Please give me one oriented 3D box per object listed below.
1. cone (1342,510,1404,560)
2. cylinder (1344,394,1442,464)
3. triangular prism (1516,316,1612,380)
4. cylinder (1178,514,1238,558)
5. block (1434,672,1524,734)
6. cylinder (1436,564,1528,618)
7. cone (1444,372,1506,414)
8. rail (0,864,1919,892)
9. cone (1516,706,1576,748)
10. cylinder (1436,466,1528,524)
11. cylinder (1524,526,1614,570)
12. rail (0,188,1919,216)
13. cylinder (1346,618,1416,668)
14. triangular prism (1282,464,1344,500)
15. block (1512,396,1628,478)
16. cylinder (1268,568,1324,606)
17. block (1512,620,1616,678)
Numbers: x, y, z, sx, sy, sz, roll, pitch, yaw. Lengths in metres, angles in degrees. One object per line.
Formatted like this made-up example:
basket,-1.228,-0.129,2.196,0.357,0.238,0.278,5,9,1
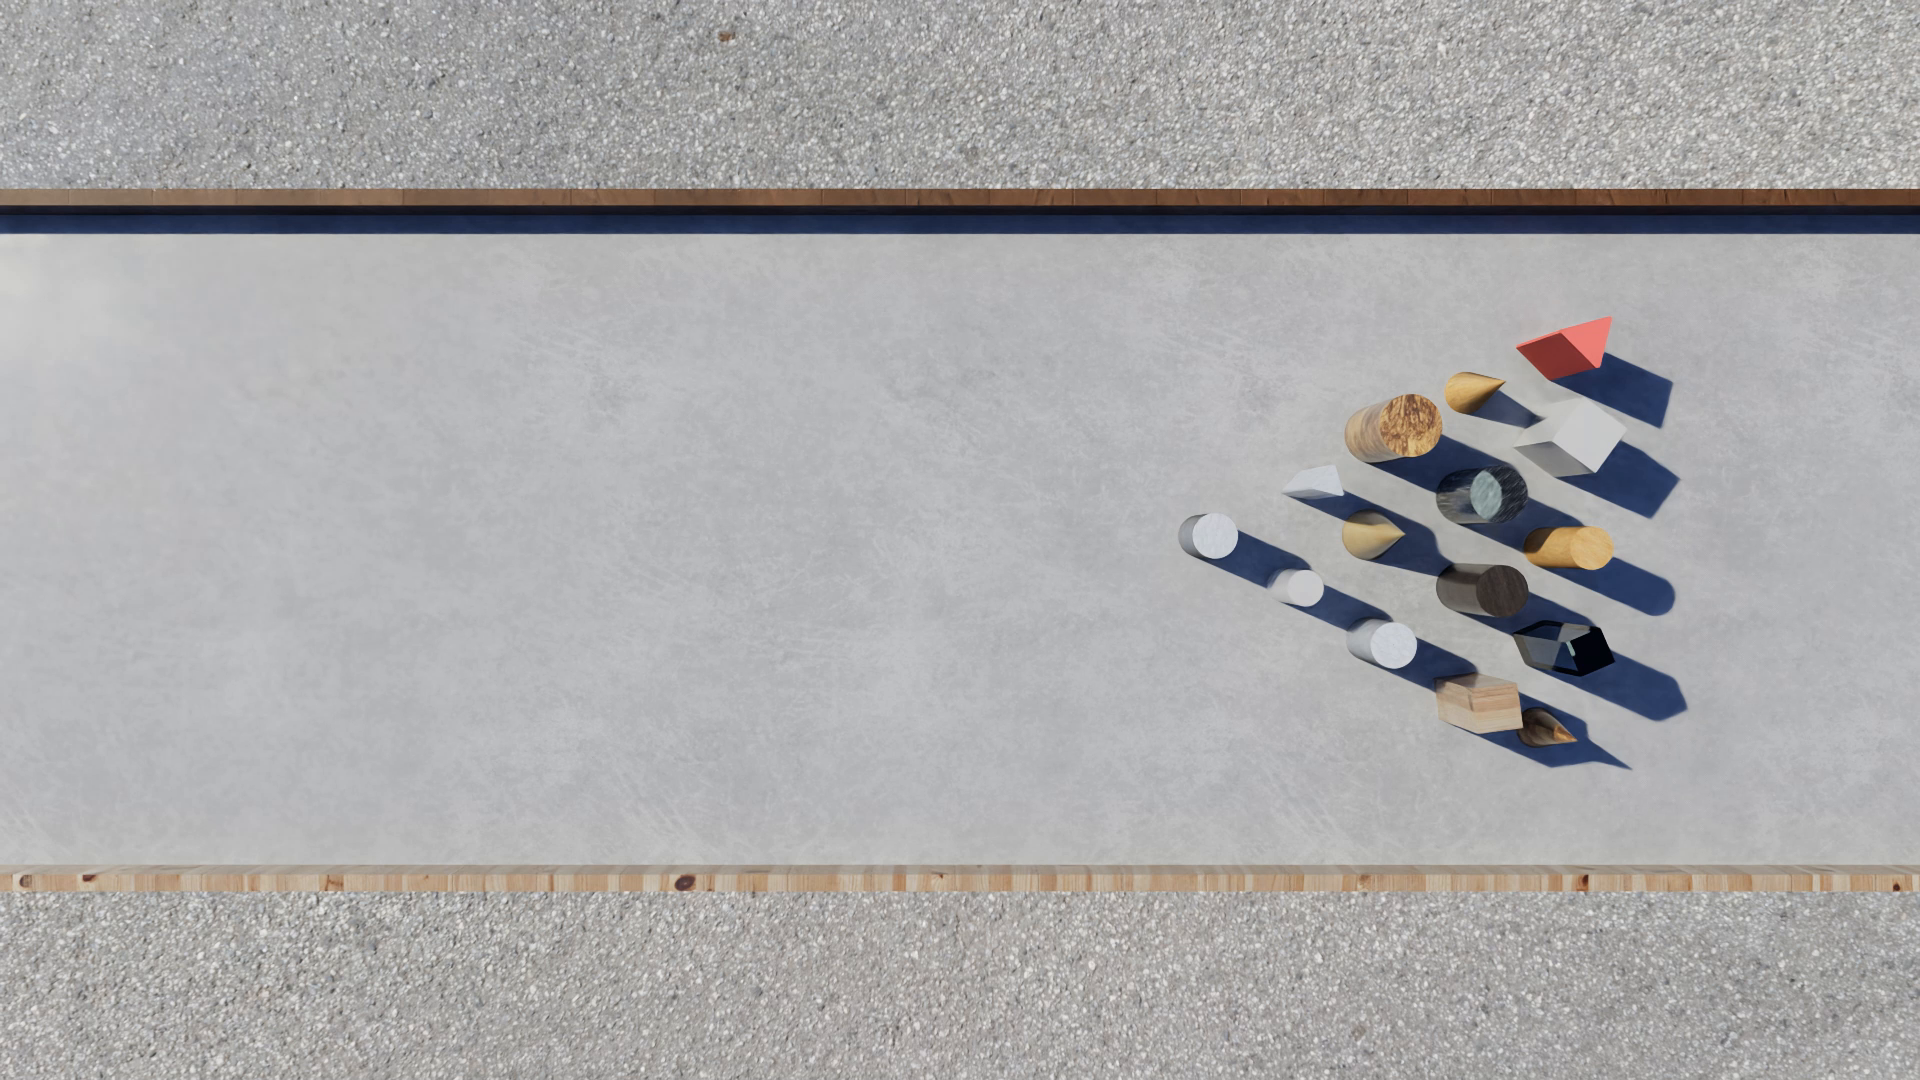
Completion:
cone,1.255,-0.016,4.860,0.159,0.433,0.159,0,90,0
cylinder,1.272,-0.323,4.863,0.178,0.427,0.178,0,90,0
triangular prism,1.810,-0.590,4.887,0.150,0.379,0.130,45,90,0
cylinder,0.737,-0.012,4.918,0.131,0.318,0.131,0,90,0
block,1.530,0.479,4.884,0.129,0.384,0.129,-8,90,0
cylinder,1.540,0.145,4.879,0.150,0.395,0.150,0,90,0
cone,1.557,-0.453,4.888,0.130,0.377,0.130,0,90,0
rail,-2.247,1.025,5.001,12.000,0.150,0.050,0,90,0
cone,1.774,0.577,4.907,0.126,0.340,0.126,0,90,0
cylinder,1.548,-0.131,4.905,0.166,0.342,0.166,0,90,0
cylinder,1.797,0.023,4.884,0.124,0.386,0.124,0,90,0
rail,-2.247,-1.025,5.002,12.000,0.150,0.050,0,90,0
cylinder,1.253,0.304,4.919,0.133,0.315,0.133,0,90,0
triangular prism,1.040,-0.174,4.849,0.091,0.454,0.079,14,90,0
block,1.810,-0.303,4.909,0.157,0.335,0.157,36,90,0
cylinder,0.997,0.139,4.917,0.105,0.318,0.105,0,90,0
block,1.767,0.315,4.848,0.105,0.456,0.105,-23,90,0
